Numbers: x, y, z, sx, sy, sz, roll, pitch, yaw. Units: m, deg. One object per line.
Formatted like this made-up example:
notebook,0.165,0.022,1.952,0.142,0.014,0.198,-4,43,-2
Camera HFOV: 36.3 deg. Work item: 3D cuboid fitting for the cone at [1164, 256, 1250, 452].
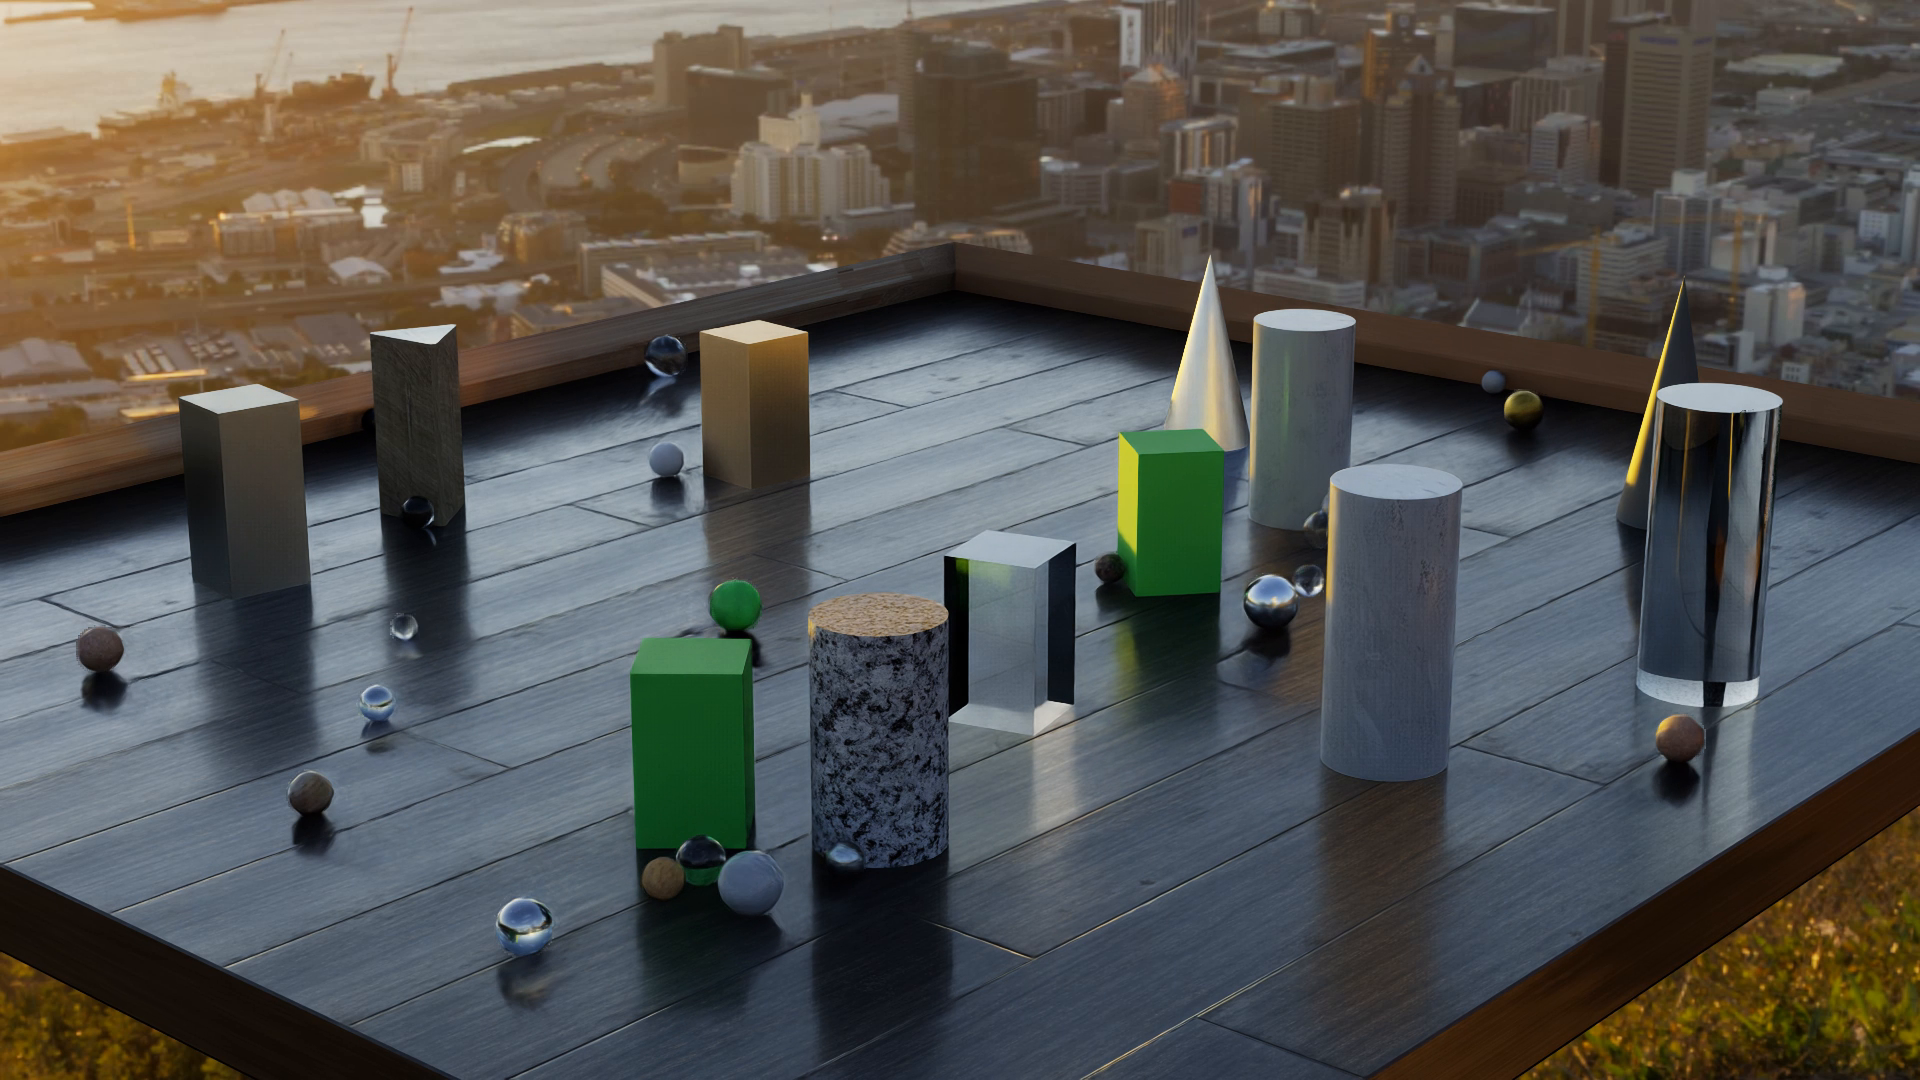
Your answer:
cone,0.514,-0.397,6.072,0.190,0.395,0.190,0,17,0

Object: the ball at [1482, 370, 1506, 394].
ball,1.185,-0.351,6.508,0.053,0.053,0.053,0,17,0

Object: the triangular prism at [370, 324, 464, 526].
triangular prism,-1.002,-0.225,5.576,0.164,0.351,0.142,11,20,33

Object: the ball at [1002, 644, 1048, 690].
ball,0.104,0.201,4.648,0.073,0.073,0.073,0,17,0

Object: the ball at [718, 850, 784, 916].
ball,-0.272,0.446,3.816,0.085,0.085,0.085,0,17,0

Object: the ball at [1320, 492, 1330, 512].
ball,0.717,-0.053,5.450,0.095,0.095,0.095,0,17,0

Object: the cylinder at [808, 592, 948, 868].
cylinder,-0.110,0.258,4.013,0.190,0.331,0.190,0,17,0

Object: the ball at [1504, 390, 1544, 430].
ball,1.191,-0.274,6.201,0.084,0.084,0.084,0,17,0

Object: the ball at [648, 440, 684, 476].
ball,-0.586,-0.162,5.853,0.071,0.071,0.071,0,17,0

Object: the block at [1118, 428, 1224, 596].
block,0.369,-0.049,5.158,0.152,0.257,0.152,-3,17,-9

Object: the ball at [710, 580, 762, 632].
ball,-0.378,0.110,4.925,0.087,0.087,0.087,0,17,0

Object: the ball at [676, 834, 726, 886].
ball,-0.345,0.427,3.907,0.068,0.068,0.068,0,17,0

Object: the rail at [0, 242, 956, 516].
rail,-1.256,-0.285,6.165,0.045,0.123,3.841,14,22,39

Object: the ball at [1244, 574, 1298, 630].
ball,0.523,0.104,4.934,0.093,0.093,0.093,0,17,0

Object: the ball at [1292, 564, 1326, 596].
ball,0.608,0.070,5.111,0.056,0.056,0.056,0,17,0

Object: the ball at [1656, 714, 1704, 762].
ball,1.066,0.294,4.345,0.071,0.071,0.071,0,17,0

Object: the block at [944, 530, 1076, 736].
block,0.077,0.141,4.513,0.152,0.266,0.152,8,19,25

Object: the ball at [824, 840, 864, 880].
ball,-0.155,0.429,3.929,0.052,0.052,0.052,0,17,0

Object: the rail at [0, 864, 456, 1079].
rail,-1.244,0.445,3.749,3.375,0.123,0.045,14,22,39

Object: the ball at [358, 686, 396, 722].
ball,-0.897,0.251,4.512,0.056,0.056,0.056,0,17,0

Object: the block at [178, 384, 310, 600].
block,-1.255,-0.086,5.149,0.152,0.334,0.152,-14,22,-38

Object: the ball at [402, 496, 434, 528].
ball,-1.017,-0.052,5.504,0.062,0.062,0.062,0,17,0

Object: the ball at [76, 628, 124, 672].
ball,-1.387,0.177,4.729,0.072,0.072,0.072,0,17,0

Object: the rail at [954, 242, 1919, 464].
rail,1.244,-0.383,6.492,3.375,0.123,0.045,14,22,39

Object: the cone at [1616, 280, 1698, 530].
cone,1.344,-0.266,5.508,0.190,0.469,0.190,0,17,0

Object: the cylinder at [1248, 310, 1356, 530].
cylinder,0.644,-0.229,5.536,0.190,0.382,0.190,0,17,0

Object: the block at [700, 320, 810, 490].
block,-0.407,-0.270,5.828,0.152,0.293,0.152,-15,23,-41

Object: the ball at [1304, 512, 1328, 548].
ball,0.664,-0.018,5.382,0.069,0.069,0.069,0,17,0

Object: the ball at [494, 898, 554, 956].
ball,-0.550,0.487,3.701,0.073,0.073,0.073,0,17,0

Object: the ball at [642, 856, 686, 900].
ball,-0.391,0.446,3.866,0.057,0.057,0.057,0,17,0

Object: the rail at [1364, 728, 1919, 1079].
rail,1.256,0.346,4.076,0.045,0.123,3.841,14,22,39

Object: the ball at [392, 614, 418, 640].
ball,-0.925,0.145,4.885,0.044,0.044,0.044,0,17,0

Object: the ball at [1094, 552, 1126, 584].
ball,0.265,0.049,5.183,0.054,0.054,0.054,0,17,0

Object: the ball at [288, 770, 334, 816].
ball,-0.918,0.358,4.147,0.062,0.062,0.062,0,17,0

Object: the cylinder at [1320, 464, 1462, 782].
cylinder,0.631,0.120,4.303,0.190,0.428,0.190,0,17,0

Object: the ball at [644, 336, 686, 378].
ball,-0.668,-0.417,6.655,0.095,0.095,0.095,0,17,0

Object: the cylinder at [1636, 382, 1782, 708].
cylinder,1.173,0.007,4.598,0.190,0.474,0.190,0,17,0

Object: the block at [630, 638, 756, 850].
block,-0.369,0.281,4.069,0.152,0.255,0.152,0,17,1

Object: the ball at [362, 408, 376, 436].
ball,-1.225,-0.247,6.153,0.060,0.060,0.060,0,17,0
